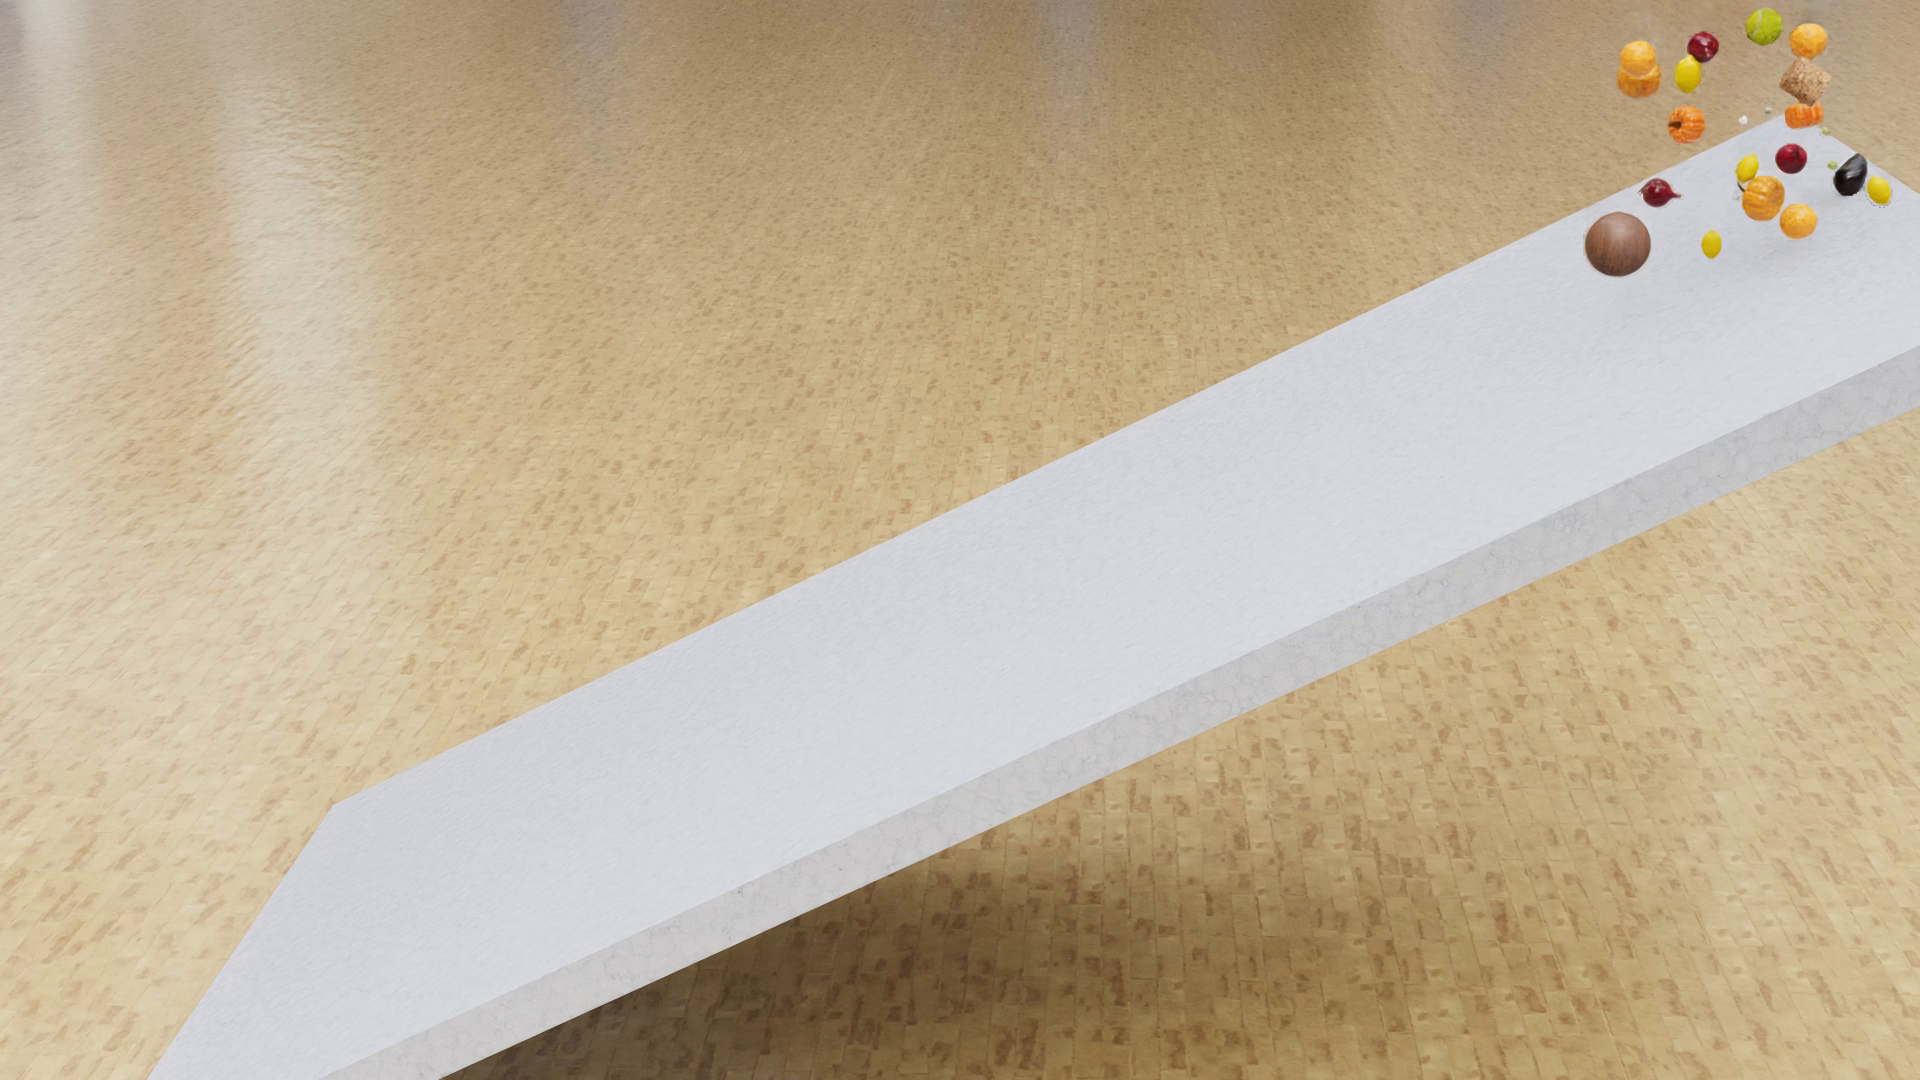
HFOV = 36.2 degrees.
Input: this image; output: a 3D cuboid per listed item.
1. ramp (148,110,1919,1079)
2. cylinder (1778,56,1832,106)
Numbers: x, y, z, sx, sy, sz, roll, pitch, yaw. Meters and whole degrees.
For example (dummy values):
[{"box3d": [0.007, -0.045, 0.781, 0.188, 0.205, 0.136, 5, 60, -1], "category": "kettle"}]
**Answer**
[{"box3d": [0.139, 0.168, 6.281, 4.000, 0.100, 2.000, -25, 14, 10], "category": "ramp"}, {"box3d": [1.637, -0.888, 5.695, 0.071, 0.071, 0.071, 33, 19, -1], "category": "cylinder"}]
